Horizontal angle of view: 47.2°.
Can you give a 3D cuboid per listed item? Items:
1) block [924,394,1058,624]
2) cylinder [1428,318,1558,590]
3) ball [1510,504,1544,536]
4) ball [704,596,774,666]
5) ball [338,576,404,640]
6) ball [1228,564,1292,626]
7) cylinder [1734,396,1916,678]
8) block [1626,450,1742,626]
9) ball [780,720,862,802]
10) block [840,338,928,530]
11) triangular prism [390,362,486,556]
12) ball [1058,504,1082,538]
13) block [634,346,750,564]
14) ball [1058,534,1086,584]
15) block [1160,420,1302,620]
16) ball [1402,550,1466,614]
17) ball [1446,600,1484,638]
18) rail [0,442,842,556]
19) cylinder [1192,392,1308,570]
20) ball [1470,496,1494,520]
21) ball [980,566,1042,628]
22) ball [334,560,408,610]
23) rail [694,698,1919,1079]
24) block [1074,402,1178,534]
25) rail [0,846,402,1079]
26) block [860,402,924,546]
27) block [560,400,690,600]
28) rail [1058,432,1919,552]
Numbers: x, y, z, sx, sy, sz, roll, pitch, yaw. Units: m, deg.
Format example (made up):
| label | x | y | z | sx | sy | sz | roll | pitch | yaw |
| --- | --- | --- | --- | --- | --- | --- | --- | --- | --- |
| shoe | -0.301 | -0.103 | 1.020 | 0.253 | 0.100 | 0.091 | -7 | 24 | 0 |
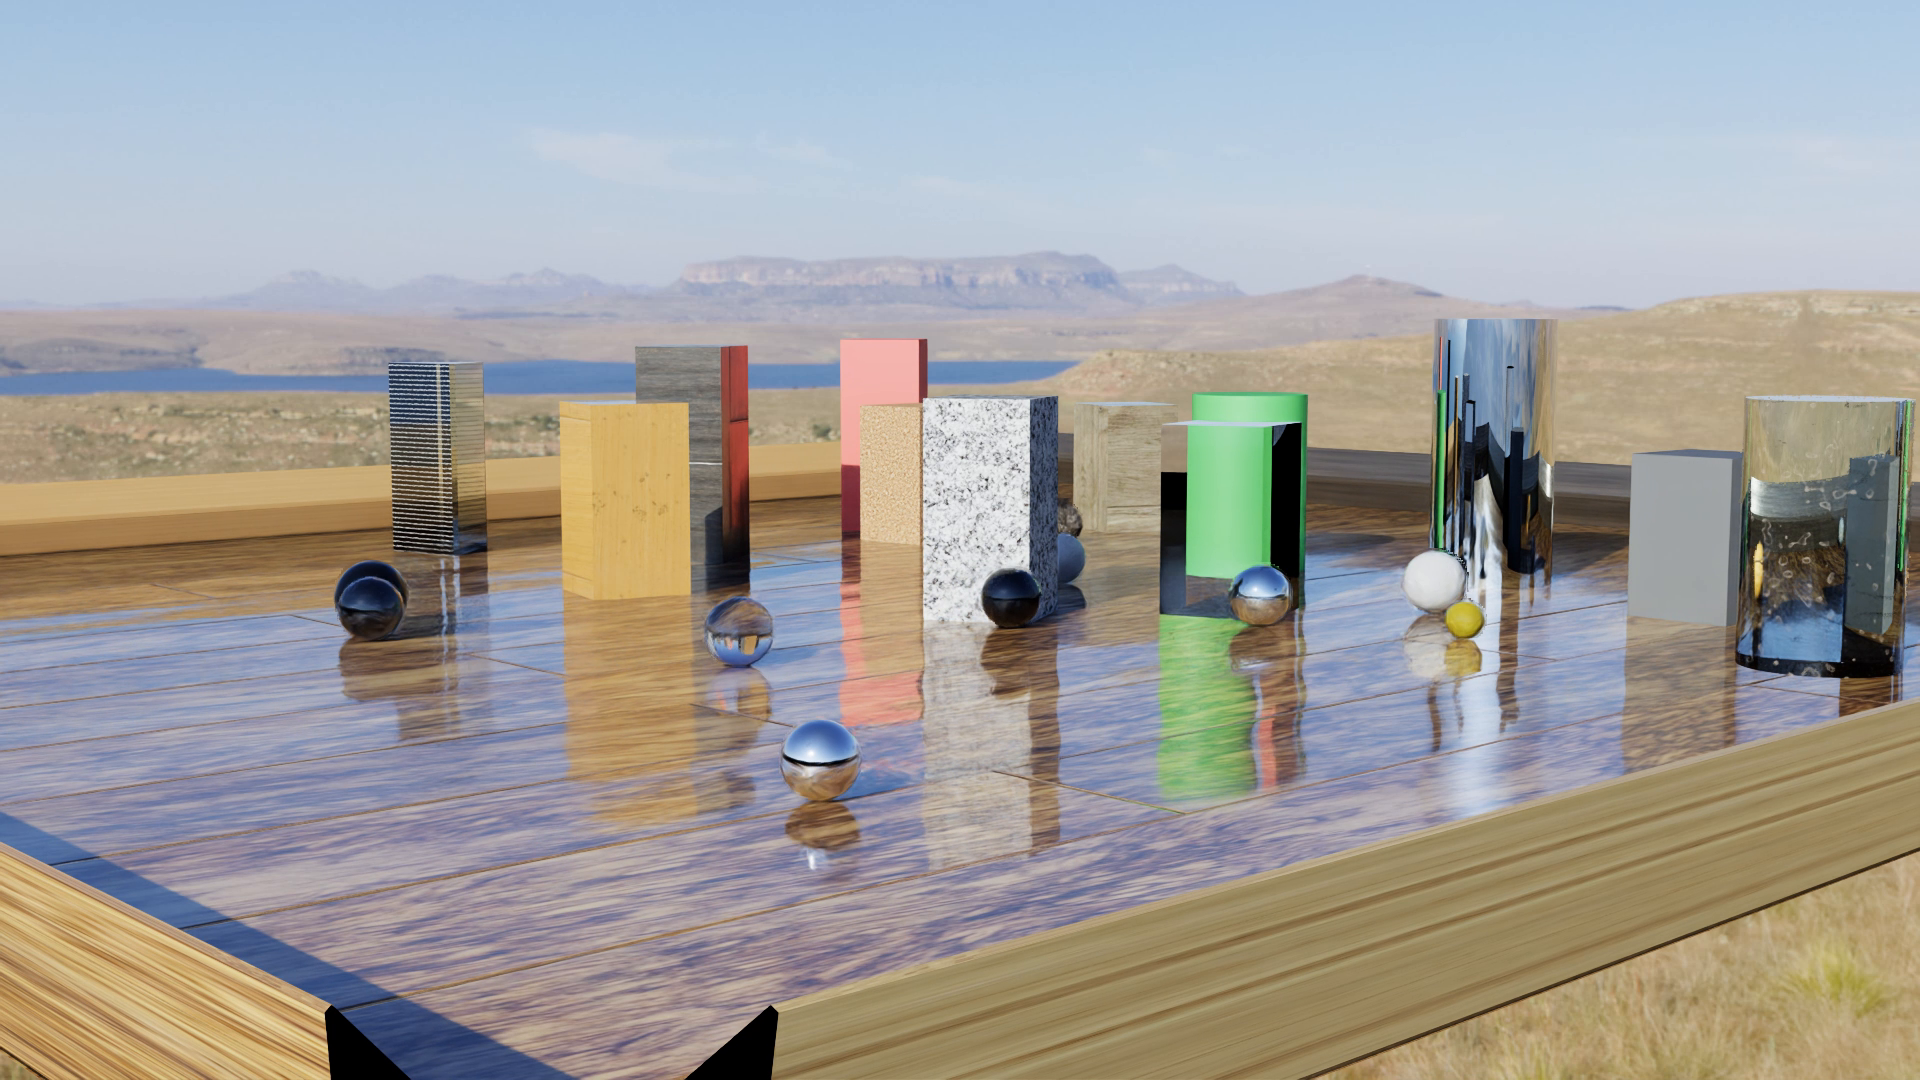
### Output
| label | x | y | z | sx | sy | sz | roll | pitch | yaw |
| --- | --- | --- | --- | --- | --- | --- | --- | --- | --- |
| block | 0.046 | -0.049 | 3.213 | 0.158 | 0.319 | 0.158 | 2 | 6 | 17 |
| cylinder | 0.871 | -0.146 | 3.598 | 0.198 | 0.431 | 0.198 | 0 | 6 | 0 |
| ball | 1.119 | -0.038 | 4.337 | 0.064 | 0.064 | 0.064 | 0 | 6 | 0 |
| ball | -0.277 | 0.115 | 2.758 | 0.088 | 0.088 | 0.088 | 0 | 6 | 0 |
| ball | -0.796 | 0.093 | 2.971 | 0.087 | 0.087 | 0.087 | 0 | 6 | 0 |
| ball | 0.424 | 0.078 | 3.109 | 0.088 | 0.088 | 0.088 | 0 | 6 | 0 |
| cylinder | 1.081 | -0.009 | 2.752 | 0.198 | 0.335 | 0.198 | 0 | 6 | 0 |
| block | 1.089 | -0.007 | 3.205 | 0.158 | 0.237 | 0.158 | -5 | 8 | -41 |
| ball | -0.127 | 0.200 | 2.001 | 0.075 | 0.075 | 0.075 | 0 | 6 | 0 |
| block | -0.154 | -0.218 | 4.512 | 0.158 | 0.386 | 0.158 | 1 | 6 | 6 |
| triangular prism | -0.943 | -0.156 | 4.095 | 0.171 | 0.349 | 0.148 | 4 | 7 | 35 |
| ball | 0.195 | -0.031 | 4.201 | 0.077 | 0.077 | 0.077 | 0 | 6 | 0 |
| block | -0.480 | -0.158 | 3.958 | 0.158 | 0.381 | 0.158 | 1 | 6 | 12 |
| ball | 0.166 | 0.030 | 3.600 | 0.081 | 0.081 | 0.081 | 0 | 6 | 0 |
| block | 0.401 | -0.033 | 3.252 | 0.158 | 0.279 | 0.158 | 3 | 7 | 28 |
| ball | 0.700 | 0.062 | 3.241 | 0.092 | 0.092 | 0.092 | 0 | 6 | 0 |
| ball | 0.686 | 0.109 | 2.990 | 0.052 | 0.052 | 0.052 | 0 | 6 | 0 |
| rail | -1.111 | -0.092 | 4.530 | 3.596 | 0.128 | 0.045 | -5 | 8 | -42 |
| cylinder | 0.499 | -0.102 | 3.804 | 0.198 | 0.301 | 0.198 | 0 | 6 | 0 |
| ball | 1.115 | -0.069 | 4.695 | 0.050 | 0.050 | 0.050 | 0 | 6 | 0 |
| ball | 0.071 | 0.081 | 3.090 | 0.086 | 0.086 | 0.086 | 0 | 6 | 0 |
| ball | -0.819 | 0.078 | 3.060 | 0.099 | 0.099 | 0.099 | 0 | 6 | 0 |
| rail | 1.111 | 0.158 | 2.134 | 3.596 | 0.128 | 0.045 | -5 | 8 | -42 |
| block | 0.338 | -0.151 | 4.502 | 0.158 | 0.255 | 0.158 | -2 | 6 | -22 |
| rail | -1.304 | 0.158 | 2.135 | 0.045 | 0.128 | 3.325 | -5 | 8 | -42 |
| block | -0.082 | -0.132 | 4.282 | 0.158 | 0.262 | 0.158 | 5 | 8 | 42 |
| block | -0.531 | -0.068 | 3.480 | 0.158 | 0.301 | 0.158 | -3 | 7 | -27 |
| rail | 1.304 | -0.091 | 4.529 | 0.045 | 0.128 | 3.325 | -5 | 8 | -42 |
